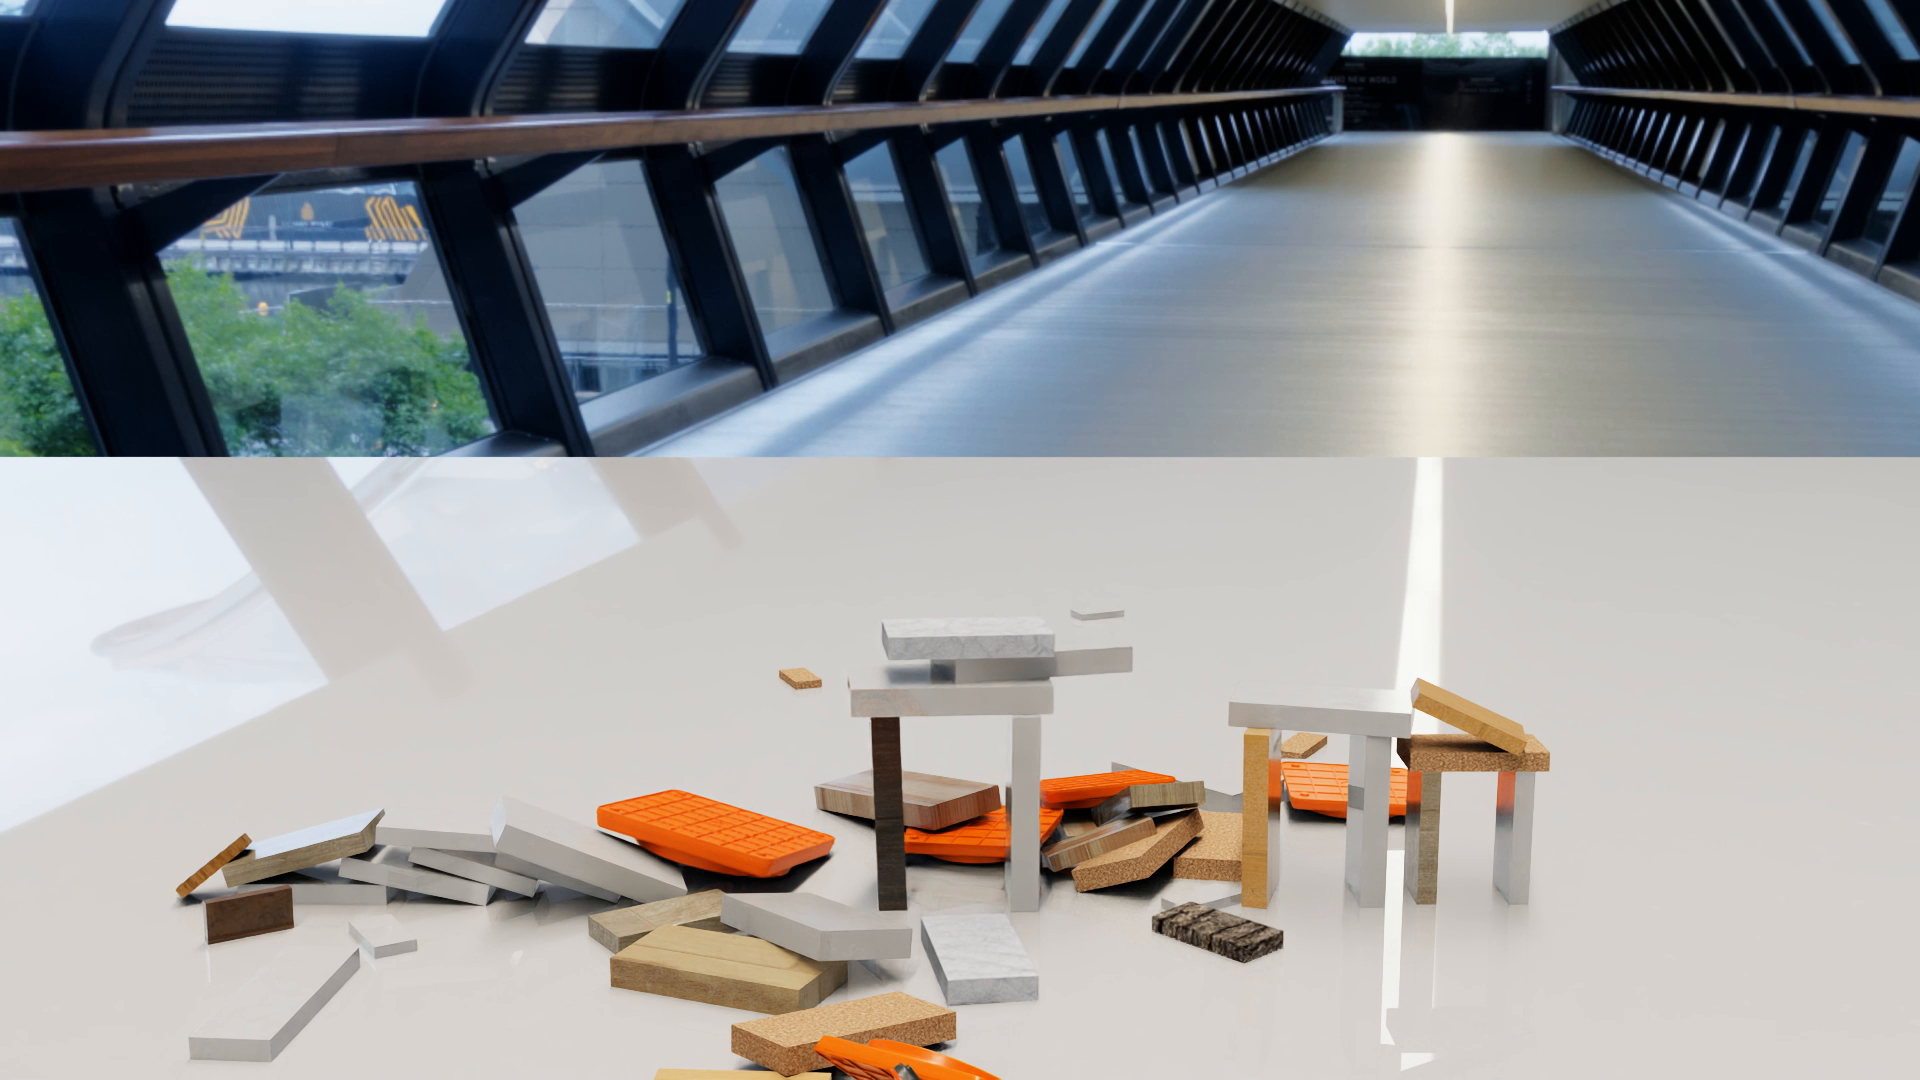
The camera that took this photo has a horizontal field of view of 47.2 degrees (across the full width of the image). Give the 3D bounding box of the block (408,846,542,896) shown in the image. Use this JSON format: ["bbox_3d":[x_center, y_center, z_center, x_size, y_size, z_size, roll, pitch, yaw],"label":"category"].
[{"bbox_3d":[-0.799,0.533,3.658,0.212,0.030,0.106,17,10,-3],"label":"block"}]

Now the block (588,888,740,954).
[{"bbox_3d":[-0.460,0.607,3.491,0.229,0.033,0.115,-7,13,-33],"label":"block"}]

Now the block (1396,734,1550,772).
[{"bbox_3d":[0.845,0.351,3.628,0.227,0.032,0.113,0,10,0],"label":"block"}]

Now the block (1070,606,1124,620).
[{"bbox_3d":[0.360,0.192,5.763,0.125,0.018,0.063,-5,12,-24],"label":"block"}]

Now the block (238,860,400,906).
[{"bbox_3d":[-1.064,0.572,3.673,0.245,0.035,0.122,0,11,1],"label":"block"}]

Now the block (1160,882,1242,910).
[{"bbox_3d":[0.397,0.592,3.612,0.123,0.017,0.062,-7,13,-35],"label":"block"}]

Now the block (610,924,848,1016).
[{"bbox_3d":[-0.344,0.640,3.276,0.315,0.045,0.158,4,11,23],"label":"block"}]

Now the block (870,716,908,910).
[{"bbox_3d":[-0.118,0.429,3.638,0.046,0.327,0.163,-2,11,-2],"label":"block"}]

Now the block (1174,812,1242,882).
[{"bbox_3d":[0.452,0.536,3.859,0.133,0.038,0.266,2,11,10],"label":"block"}]

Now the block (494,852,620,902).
[{"bbox_3d":[-0.660,0.543,3.667,0.212,0.030,0.106,17,10,-1],"label":"block"}]

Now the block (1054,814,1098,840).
[{"bbox_3d":[0.214,0.524,3.977,0.063,0.018,0.125,-1,11,-8],"label":"block"}]

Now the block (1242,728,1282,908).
[{"bbox_3d":[0.500,0.446,3.644,0.041,0.293,0.146,2,11,16],"label":"block"}]

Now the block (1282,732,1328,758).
[{"bbox_3d":[0.699,0.424,4.514,0.062,0.017,0.154,6,12,28],"label":"block"}]

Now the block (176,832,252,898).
[{"bbox_3d":[-1.237,0.540,3.648,0.134,0.019,0.067,-40,7,-12],"label":"block"}]

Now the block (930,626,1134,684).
[{"bbox_3d":[0.118,0.190,3.659,0.305,0.043,0.153,-3,11,-16],"label":"block"}]

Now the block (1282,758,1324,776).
[{"bbox_3d":[0.657,0.451,4.368,0.123,0.017,0.062,1,11,4],"label":"block"}]

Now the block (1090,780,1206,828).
[{"bbox_3d":[0.332,0.471,3.901,0.133,0.038,0.266,-2,-15,-12],"label":"block"}]

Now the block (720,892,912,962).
[{"bbox_3d":[-0.224,0.590,3.371,0.157,0.045,0.315,5,-1,-33],"label":"block"}]

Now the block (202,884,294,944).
[{"bbox_3d":[-1.124,0.592,3.476,0.134,0.067,0.019,-7,13,-33],"label":"block"}]

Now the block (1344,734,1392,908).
[{"bbox_3d":[0.676,0.445,3.648,0.041,0.292,0.146,0,11,0],"label":"block"}]

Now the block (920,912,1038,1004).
[{"bbox_3d":[0.027,0.633,3.335,0.135,0.038,0.269,-1,10,-9],"label":"block"}]

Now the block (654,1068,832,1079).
[{"bbox_3d":[-0.287,0.726,2.847,0.229,0.033,0.115,1,11,4],"label":"block"}]

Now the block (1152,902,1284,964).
[{"bbox_3d":[0.404,0.616,3.458,0.094,0.027,0.189,-11,15,-42],"label":"block"}]

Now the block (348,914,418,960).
[{"bbox_3d":[-0.906,0.621,3.450,0.067,0.019,0.134,-6,12,-31],"label":"block"}]

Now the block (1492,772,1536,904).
[{"bbox_3d":[0.919,0.478,3.652,0.032,0.227,0.113,0,11,0],"label":"block"}]

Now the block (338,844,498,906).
[{"bbox_3d":[-0.895,0.548,3.663,0.245,0.035,0.122,12,10,-2],"label":"block"}]

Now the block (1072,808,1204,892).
[{"bbox_3d":[0.307,0.528,3.757,0.133,0.038,0.266,-17,3,29],"label":"block"}]

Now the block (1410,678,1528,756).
[{"bbox_3d":[0.830,0.288,3.595,0.189,0.027,0.095,25,15,3],"label":"block"}]

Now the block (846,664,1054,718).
[{"bbox_3d":[-0.019,0.245,3.606,0.327,0.046,0.163,-1,11,-5],"label":"block"}]

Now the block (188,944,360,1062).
[{"bbox_3d":[-0.984,0.665,3.176,0.115,0.033,0.348,1,11,5],"label":"block"}]

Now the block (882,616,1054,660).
[{"bbox_3d":[0.011,0.160,3.596,0.269,0.038,0.135,-1,11,-6],"label":"block"}]

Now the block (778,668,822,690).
[{"bbox_3d":[-0.369,0.319,5.077,0.063,0.018,0.125,-4,11,-22],"label":"block"}]

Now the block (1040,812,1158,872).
[{"bbox_3d":[0.236,0.517,3.770,0.189,0.027,0.095,-19,3,-8],"label":"block"}]

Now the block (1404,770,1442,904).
[{"bbox_3d":[0.767,0.478,3.652,0.032,0.227,0.113,0,11,0],"label":"block"}]

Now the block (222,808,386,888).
[{"bbox_3d":[-1.084,0.510,3.648,0.245,0.035,0.122,-15,10,6],"label":"block"}]

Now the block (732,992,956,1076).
[{"bbox_3d":[-0.158,0.674,3.016,0.282,0.038,0.135,-2,5,-38],"label":"block"}]

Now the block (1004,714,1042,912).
[{"bbox_3d":[0.103,0.431,3.632,0.046,0.327,0.163,0,11,-2],"label":"block"}]

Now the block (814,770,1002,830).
[{"bbox_3d":[-0.100,0.470,4.021,0.153,0.043,0.375,-13,8,-36],"label":"block"}]

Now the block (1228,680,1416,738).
[{"bbox_3d":[0.599,0.278,3.630,0.293,0.041,0.146,3,11,14],"label":"block"}]

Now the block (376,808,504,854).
[{"bbox_3d":[-0.847,0.479,3.634,0.212,0.030,0.106,5,10,-3],"label":"block"}]

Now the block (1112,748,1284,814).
[{"bbox_3d":[0.455,0.464,4.230,0.153,0.043,0.305,-10,14,-42],"label":"block"}]

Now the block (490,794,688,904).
[{"bbox_3d":[-0.608,0.513,3.594,0.315,0.045,0.158,24,4,-18],"label":"block"}]
